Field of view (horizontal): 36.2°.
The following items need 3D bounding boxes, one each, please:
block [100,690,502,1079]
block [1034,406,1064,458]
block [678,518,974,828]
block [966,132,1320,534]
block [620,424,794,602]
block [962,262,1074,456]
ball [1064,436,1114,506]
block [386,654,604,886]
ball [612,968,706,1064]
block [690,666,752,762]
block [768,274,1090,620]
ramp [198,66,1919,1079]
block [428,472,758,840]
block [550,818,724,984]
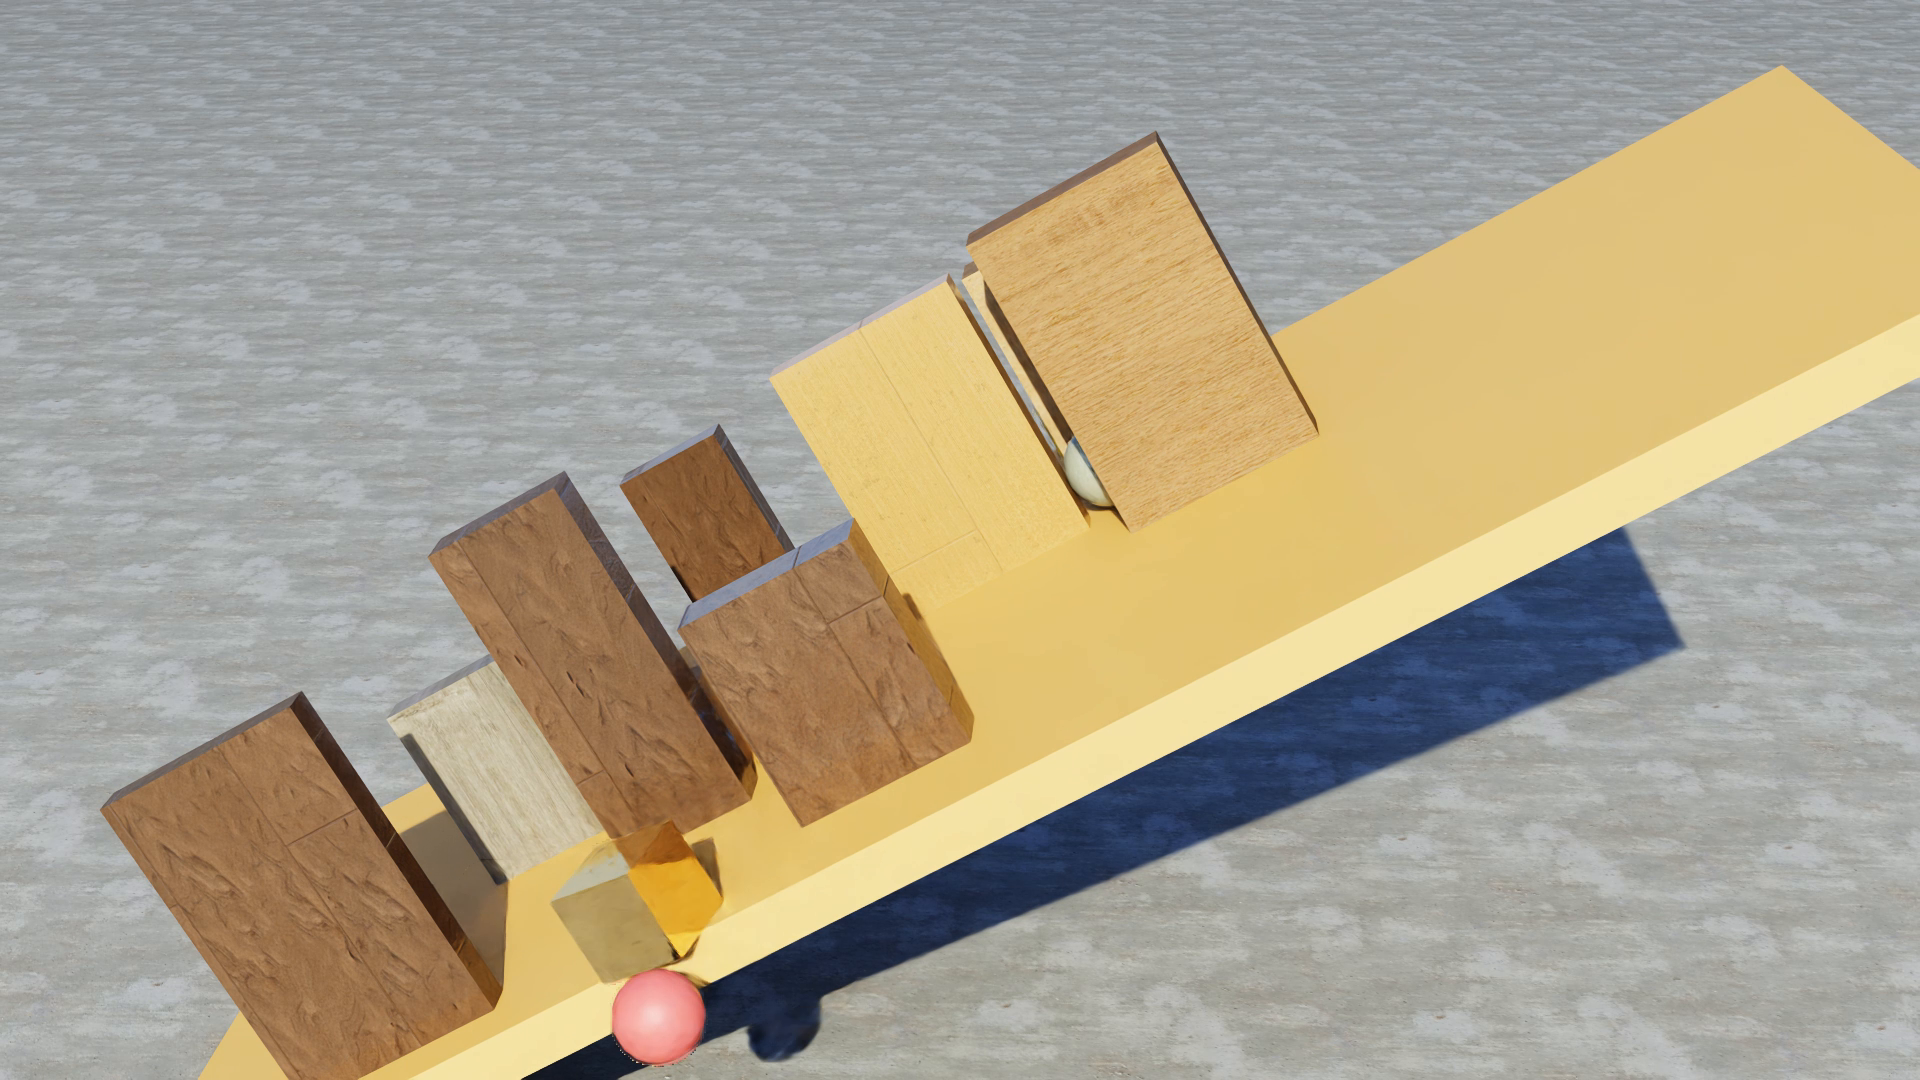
[{"bbox_3d":[-1.265,0.697,5.673,0.441,0.715,0.085,-28,15,12],"label":"block"},{"bbox_3d":[0.322,-0.302,6.937,0.181,0.181,0.181,-22,17,32],"label":"block"},{"bbox_3d":[-0.253,0.256,5.636,0.377,0.464,0.133,-28,15,12],"label":"block"},{"bbox_3d":[0.385,-0.430,6.167,0.447,0.711,0.127,-28,15,12],"label":"block"},{"bbox_3d":[-0.574,0.000,7.090,0.264,0.492,0.098,-28,15,12],"label":"block"},{"bbox_3d":[0.286,-0.428,6.628,0.311,0.579,0.143,-28,15,12],"label":"block"},{"bbox_3d":[0.325,-0.170,6.460,0.194,0.194,0.194,0,18,0],"label":"ball"},{"bbox_3d":[-0.925,0.454,6.357,0.442,0.445,0.090,-28,15,12],"label":"block"},{"bbox_3d":[-0.542,0.856,5.286,0.169,0.169,0.169,0,18,0],"label":"ball"},{"bbox_3d":[-0.588,0.426,6.252,0.210,0.210,0.210,-28,15,12],"label":"block"},{"bbox_3d":[-0.062,-0.200,6.446,0.444,0.635,0.084,-28,15,12],"label":"block"},{"bbox_3d":[0.142,0.168,6.284,4.000,0.100,2.000,-28,15,12],"label":"ramp"},{"bbox_3d":[-0.741,0.264,5.989,0.300,0.761,0.119,-28,15,12],"label":"block"},{"bbox_3d":[-0.601,0.674,5.477,0.192,0.192,0.192,-22,17,30],"label":"block"}]
